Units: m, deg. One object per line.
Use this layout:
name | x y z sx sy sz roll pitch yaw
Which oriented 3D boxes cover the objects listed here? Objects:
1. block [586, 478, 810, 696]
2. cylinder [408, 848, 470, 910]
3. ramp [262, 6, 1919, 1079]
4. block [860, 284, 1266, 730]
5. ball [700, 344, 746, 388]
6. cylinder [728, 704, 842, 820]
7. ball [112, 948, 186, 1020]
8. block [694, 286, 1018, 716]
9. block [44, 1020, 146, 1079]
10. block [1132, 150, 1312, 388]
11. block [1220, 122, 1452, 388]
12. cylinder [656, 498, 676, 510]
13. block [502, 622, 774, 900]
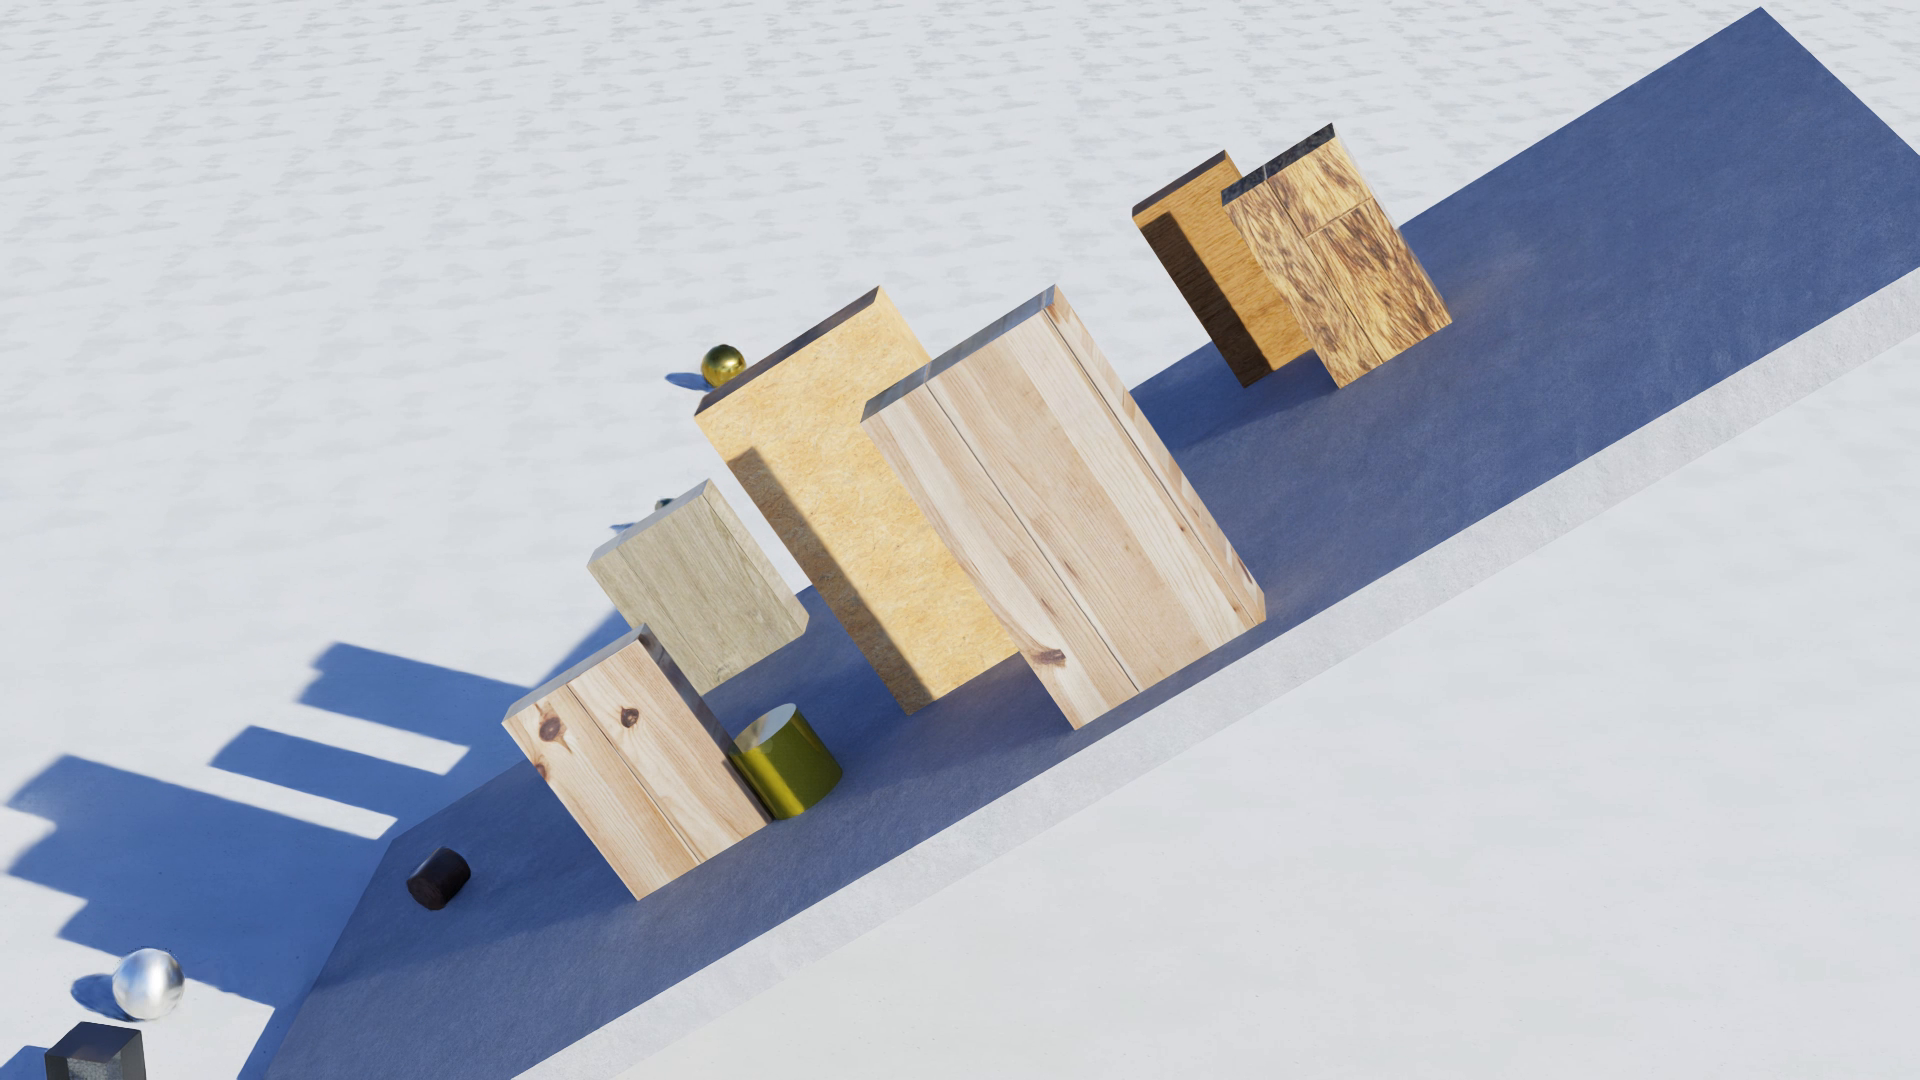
block | -0.629 0.124 7.078 0.344 0.421 0.116 -31 16 14
cylinder | -1.223 0.795 6.905 0.106 0.106 0.106 11 40 27
ramp | 0.139 0.171 6.298 4.000 0.100 2.000 -31 16 14
block | 0.191 -0.054 5.324 0.410 0.704 0.129 -31 16 14
ball | -0.932 -0.680 11.599 0.179 0.179 0.179 0 21 0
cylinder | -0.355 0.451 5.984 0.169 0.169 0.169 -32 15 10
ball | -1.927 1.055 6.986 0.167 0.167 0.167 0 21 0
block | -0.133 -0.073 5.956 0.438 0.766 0.134 -31 16 14
block | -1.944 1.198 6.624 0.153 0.153 0.153 6 21 14
block | 0.612 -0.602 6.551 0.243 0.467 0.100 -31 16 14
block | 0.787 -0.594 6.155 0.272 0.466 0.138 -31 16 14
cylinder | -0.938 -0.068 9.993 0.158 0.158 0.158 -8 22 -19
block | -0.651 0.456 6.013 0.343 0.474 0.092 -31 16 14
